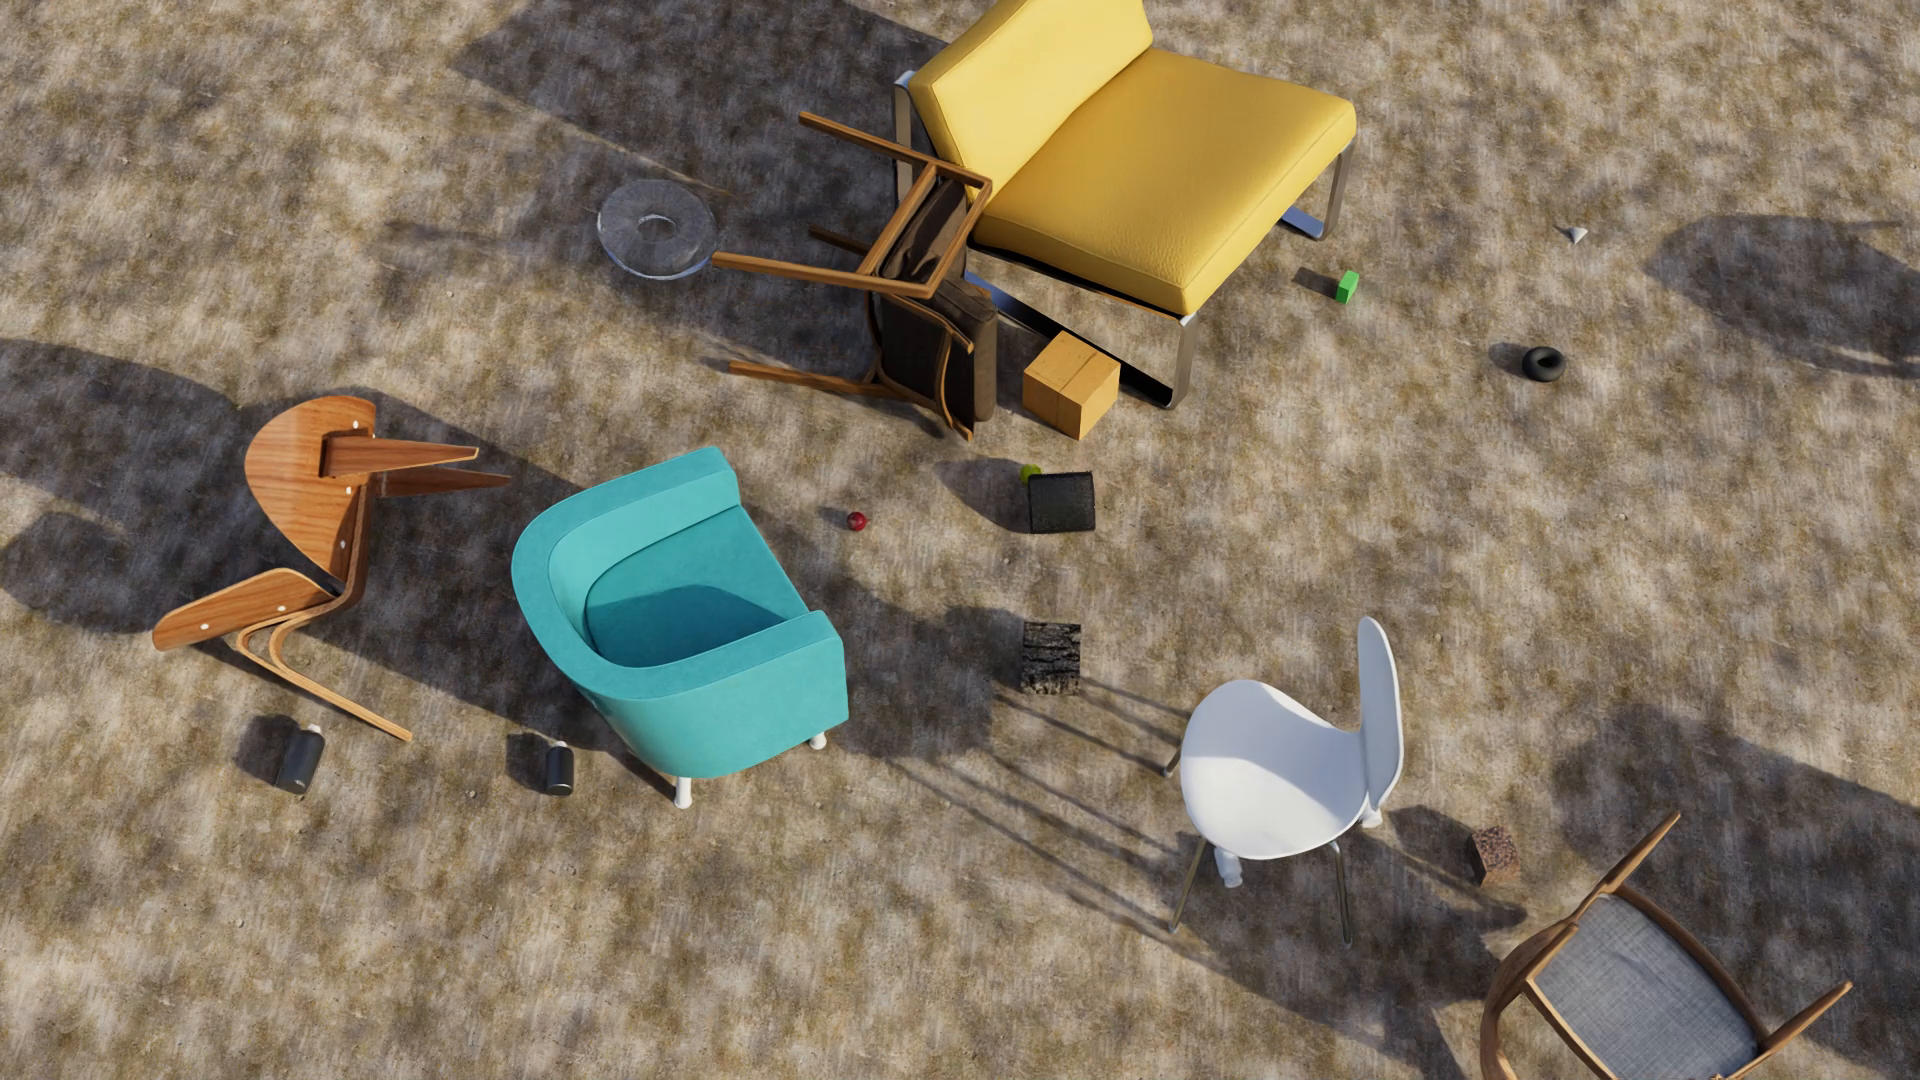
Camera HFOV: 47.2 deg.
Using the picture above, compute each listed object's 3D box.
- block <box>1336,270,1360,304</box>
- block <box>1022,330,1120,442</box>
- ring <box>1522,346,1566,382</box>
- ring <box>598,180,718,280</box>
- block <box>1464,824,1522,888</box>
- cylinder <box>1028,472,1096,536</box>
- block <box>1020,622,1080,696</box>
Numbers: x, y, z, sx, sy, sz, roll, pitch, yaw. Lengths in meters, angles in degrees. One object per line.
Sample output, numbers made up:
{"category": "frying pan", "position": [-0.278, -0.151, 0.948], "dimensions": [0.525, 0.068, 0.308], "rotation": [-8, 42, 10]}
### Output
{"category": "block", "position": [1.246, -0.814, 7.079], "dimensions": [0.039, 0.068, 0.077], "rotation": [26, 60, 16]}
{"category": "block", "position": [0.342, -0.476, 6.785], "dimensions": [0.219, 0.180, 0.204], "rotation": [32, 62, 20]}
{"category": "ring", "position": [1.836, -0.552, 6.912], "dimensions": [0.137, 0.055, 0.124], "rotation": [-7, 58, -6]}
{"category": "ring", "position": [-0.988, -1.015, 7.181], "dimensions": [0.424, 0.126, 0.364], "rotation": [39, 65, 22]}
{"category": "block", "position": [1.439, 0.854, 5.942], "dimensions": [0.101, 0.097, 0.122], "rotation": [-12, 57, -8]}
{"category": "cylinder", "position": [0.303, -0.110, 6.564], "dimensions": [0.188, 0.116, 0.179], "rotation": [-4, 91, -3]}
{"category": "block", "position": [0.260, 0.339, 6.280], "dimensions": [0.163, 0.110, 0.174], "rotation": [2, 56, 2]}
